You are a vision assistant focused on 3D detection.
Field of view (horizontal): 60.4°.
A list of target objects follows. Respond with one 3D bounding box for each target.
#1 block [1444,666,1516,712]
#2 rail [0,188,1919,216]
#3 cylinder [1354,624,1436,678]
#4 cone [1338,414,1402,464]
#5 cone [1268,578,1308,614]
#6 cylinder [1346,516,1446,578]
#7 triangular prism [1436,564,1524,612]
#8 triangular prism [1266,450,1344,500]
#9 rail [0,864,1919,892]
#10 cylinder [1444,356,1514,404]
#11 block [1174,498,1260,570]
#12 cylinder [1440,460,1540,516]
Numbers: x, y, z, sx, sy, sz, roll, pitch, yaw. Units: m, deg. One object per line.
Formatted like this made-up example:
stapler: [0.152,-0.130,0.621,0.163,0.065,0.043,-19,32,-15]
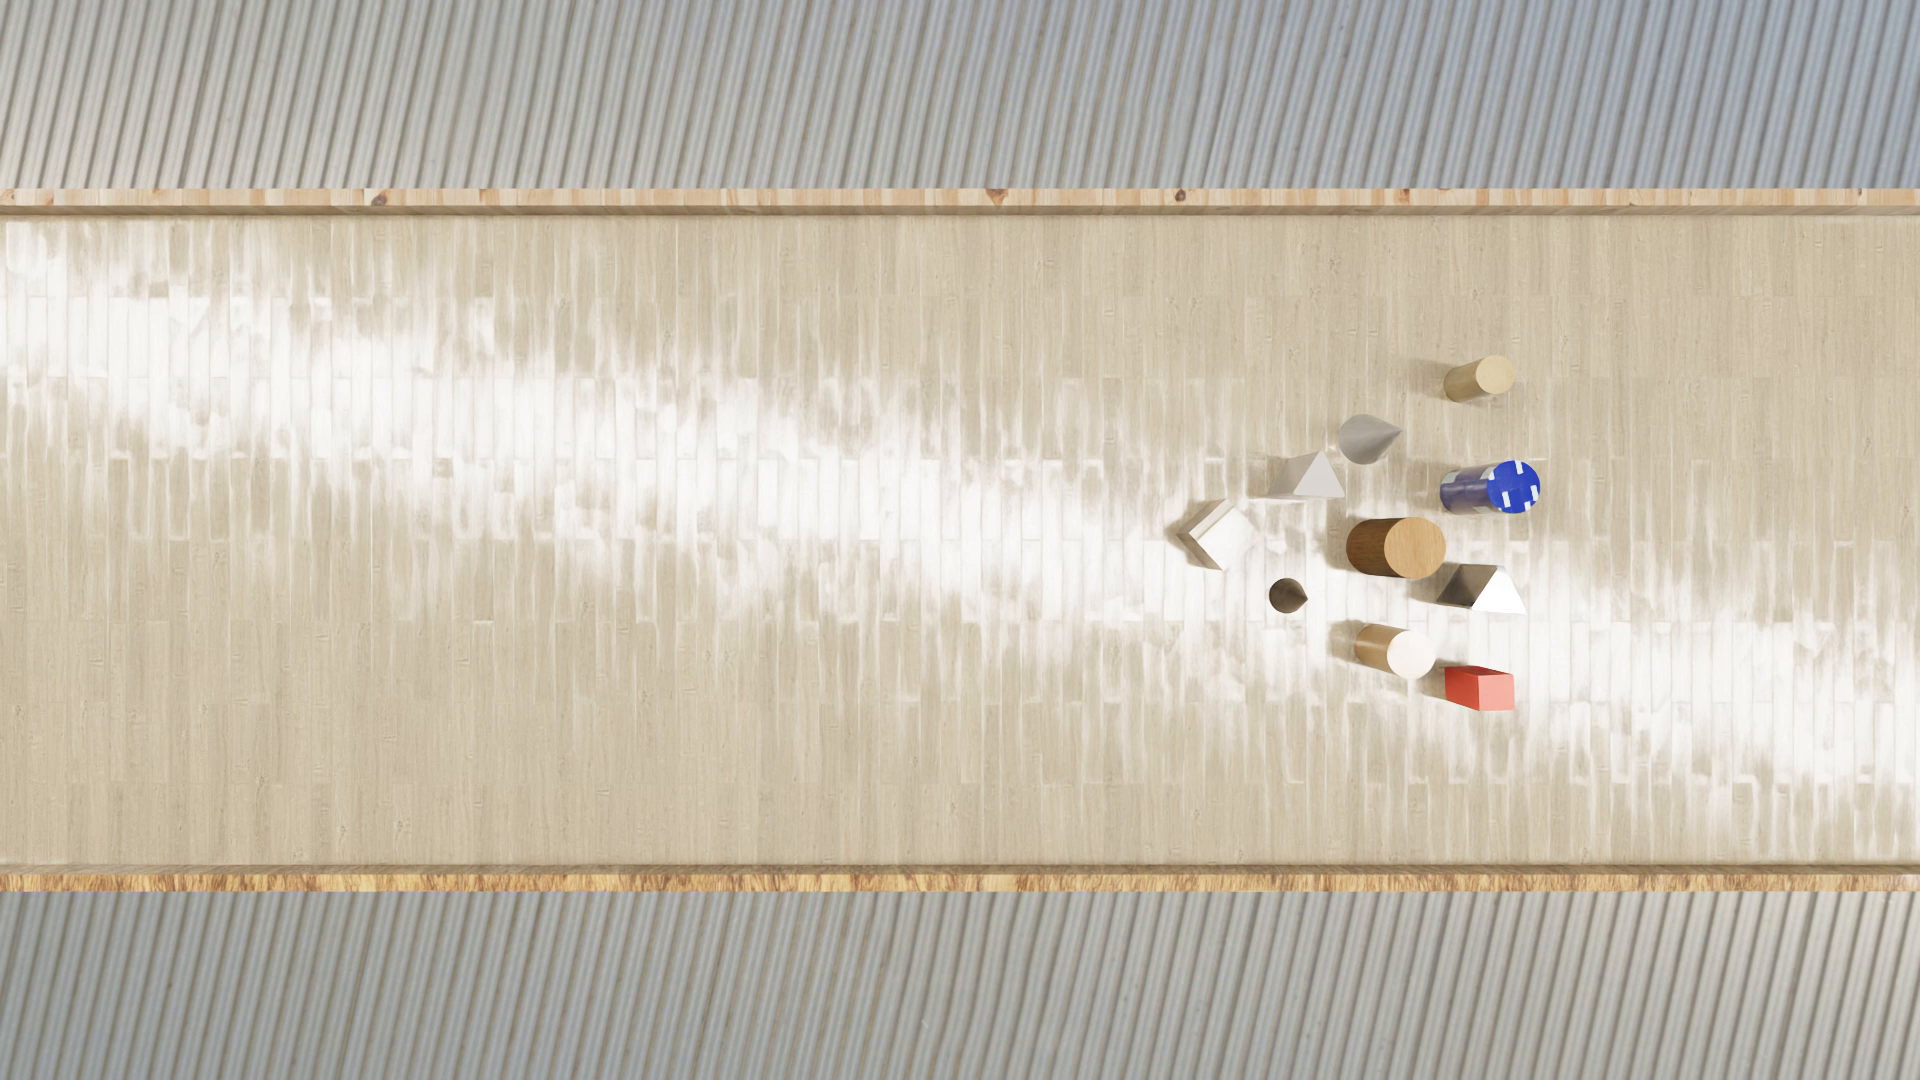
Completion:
block: [1.545,0.440,4.912,0.102,0.330,0.102,-2,90,0]
rail: [-2.247,-1.025,5.002,12.000,0.150,0.050,0,90,0]
cylinder: [1.283,0.326,4.884,0.137,0.384,0.137,0,90,0]
cone: [1.244,-0.310,4.851,0.157,0.451,0.157,0,90,0]
cone: [1.006,0.172,4.917,0.111,0.320,0.111,0,90,0]
cylinder: [1.275,0.022,4.847,0.174,0.458,0.174,0,90,0]
triangular prism: [1.543,0.136,4.892,0.150,0.368,0.130,4,90,0]
triangular prism: [1.013,-0.189,4.855,0.144,0.444,0.124,3,90,0]
rail: [-2.247,1.025,5.001,12.000,0.150,0.050,0,90,0]
cylinder: [1.544,-0.477,4.915,0.112,0.323,0.112,0,90,0]
block: [0.765,-0.016,4.915,0.148,0.323,0.148,-42,90,0]
cylinder: [1.551,-0.148,4.848,0.150,0.457,0.150,0,90,0]
